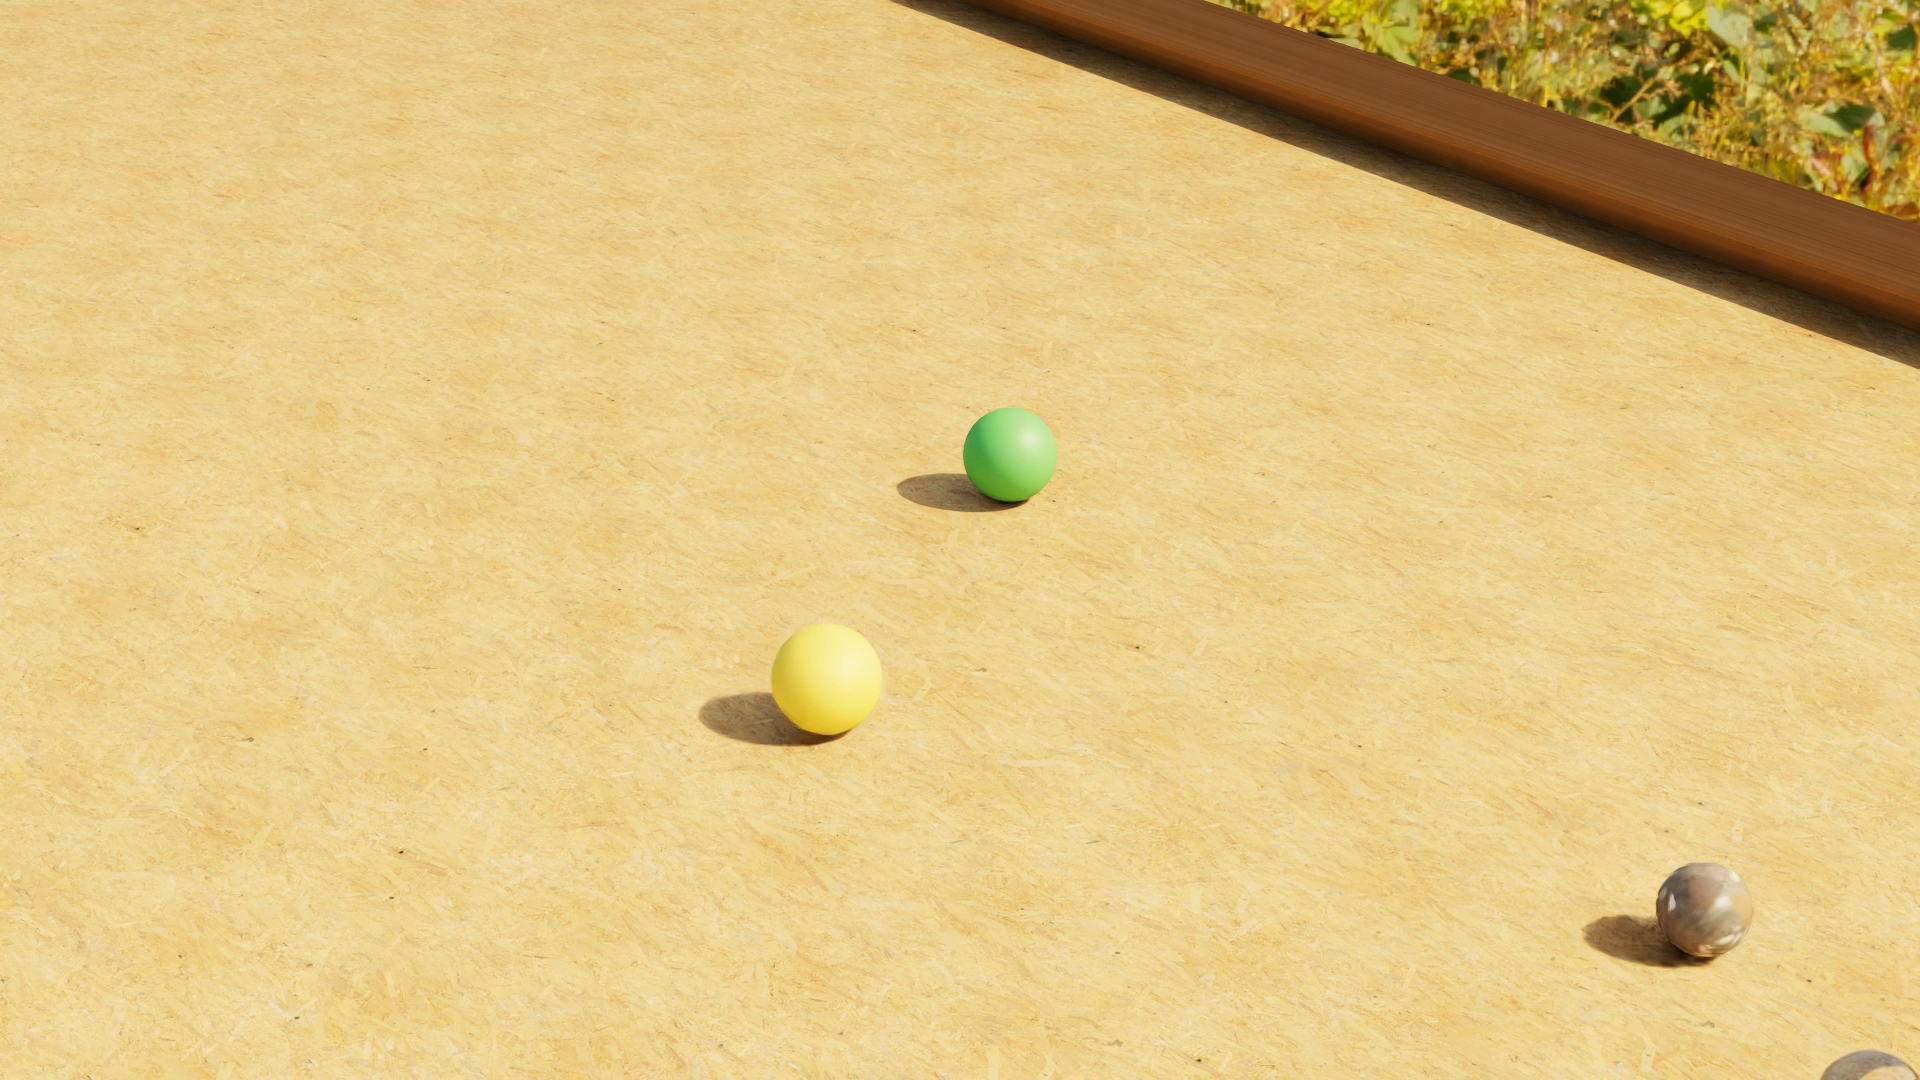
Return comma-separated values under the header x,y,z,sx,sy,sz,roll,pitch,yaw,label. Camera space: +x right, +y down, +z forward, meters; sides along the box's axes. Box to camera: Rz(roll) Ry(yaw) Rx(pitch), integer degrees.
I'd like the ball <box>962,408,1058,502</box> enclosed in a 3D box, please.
x,y,z,sx,sy,sz,roll,pitch,yaw,label
0.039,-0.067,2.324,0.075,0.075,0.075,0,25,0,ball

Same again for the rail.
x,y,z,sx,sy,sz,roll,pitch,yaw,label
0.267,-0.570,3.393,0.045,0.097,3.704,-17,29,-32,rail

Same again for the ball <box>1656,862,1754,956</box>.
x,y,z,sx,sy,sz,roll,pitch,yaw,label
0.437,0.217,1.727,0.056,0.056,0.056,0,25,0,ball

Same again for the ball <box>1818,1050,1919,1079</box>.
x,y,z,sx,sy,sz,roll,pitch,yaw,label
0.479,0.298,1.545,0.060,0.060,0.060,0,25,0,ball

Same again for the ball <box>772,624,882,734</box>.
x,y,z,sx,sy,sz,roll,pitch,yaw,label
-0.089,0.093,1.975,0.075,0.075,0.075,0,25,0,ball
